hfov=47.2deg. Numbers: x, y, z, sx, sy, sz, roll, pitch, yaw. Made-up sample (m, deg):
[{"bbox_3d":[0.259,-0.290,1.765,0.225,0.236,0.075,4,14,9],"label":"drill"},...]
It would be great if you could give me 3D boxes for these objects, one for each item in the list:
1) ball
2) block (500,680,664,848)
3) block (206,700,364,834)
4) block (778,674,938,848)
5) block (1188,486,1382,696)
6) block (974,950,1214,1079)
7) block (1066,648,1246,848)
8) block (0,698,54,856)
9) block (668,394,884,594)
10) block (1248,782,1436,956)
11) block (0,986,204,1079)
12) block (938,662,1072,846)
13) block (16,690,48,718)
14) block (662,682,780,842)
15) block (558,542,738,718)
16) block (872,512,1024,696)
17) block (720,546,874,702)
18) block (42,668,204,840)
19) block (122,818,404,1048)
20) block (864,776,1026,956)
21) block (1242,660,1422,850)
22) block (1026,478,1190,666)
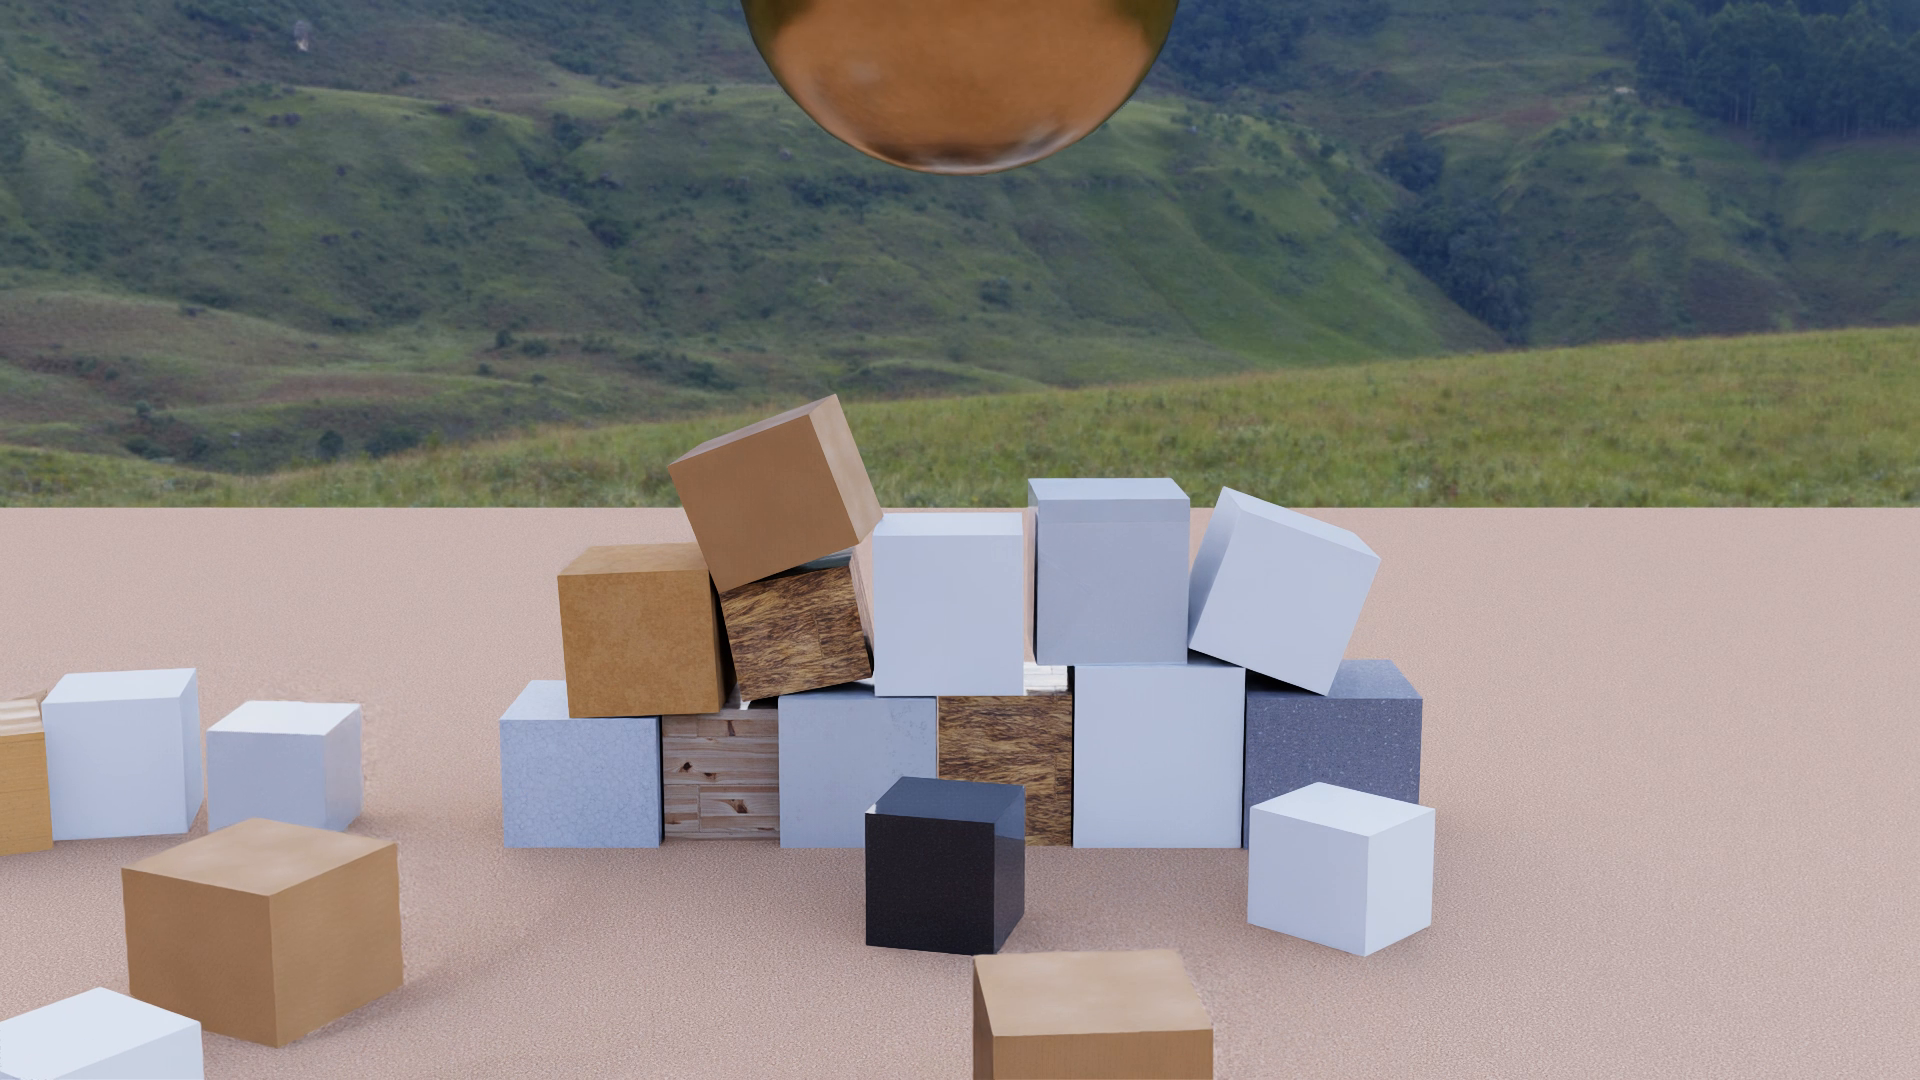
[{"bbox_3d":[0.000,-2.085,7.704,1.600,1.600,1.600,0,10,0],"label":"ball"},{"bbox_3d":[-1.901,1.148,11.396,0.777,0.664,0.807,0,10,0],"label":"block"},{"bbox_3d":[-3.462,1.195,11.312,0.594,0.586,0.604,2,10,2],"label":"block"},{"bbox_3d":[-0.512,1.102,11.366,0.782,0.765,0.773,0,10,0],"label":"block"},{"bbox_3d":[1.599,0.247,11.208,0.734,0.735,0.747,19,10,-4],"label":"block"},{"bbox_3d":[0.432,1.853,7.444,0.712,0.692,0.713,-1,10,-5],"label":"block"},{"bbox_3d":[0.991,1.018,11.373,0.842,0.928,0.820,0,10,0],"label":"block"},{"bbox_3d":[-5.055,1.222,11.143,0.770,0.609,0.742,-5,11,-25],"label":"block"},{"bbox_3d":[-0.910,-0.241,11.004,0.760,0.677,0.654,-19,9,12],"label":"block"},{"bbox_3d":[1.720,1.474,9.933,0.626,0.546,0.543,9,14,42],"label":"block"},{"bbox_3d":[-2.972,1.926,7.394,0.557,0.565,0.614,7,12,34],"label":"block"},{"bbox_3d":[0.226,1.094,11.373,0.667,0.779,0.723,0,10,0],"label":"block"},{"bbox_3d":[-5.078,1.131,11.805,0.477,0.436,0.448,-20,16,-15],"label":"block"},{"bbox_3d":[-1.204,1.139,11.383,0.594,0.687,0.571,0,10,-1],"label":"block"},{"bbox_3d":[-1.573,0.445,11.263,0.752,0.726,0.782,-2,10,3],"label":"block"},{"bbox_3d":[-0.052,0.317,11.194,0.740,0.812,0.654,0,10,1],"label":"block"},{"bbox_3d":[-0.817,0.417,11.235,0.663,0.583,0.581,-11,10,2],"label":"block"},{"bbox_3d":[-4.353,1.106,11.474,0.660,0.718,0.637,-2,11,-11],"label":"block"},{"bbox_3d":[-2.857,1.594,9.051,0.778,0.625,0.742,5,11,26],"label":"block"},{"bbox_3d":[-0.059,1.454,9.862,0.583,0.610,0.581,3,11,15],"label":"block"},{"bbox_3d":[1.856,1.095,11.360,0.869,0.782,0.834,0,10,0],"label":"block"},{"bbox_3d":[0.742,0.151,11.206,0.748,0.836,0.691,0,10,-2],"label":"block"}]
